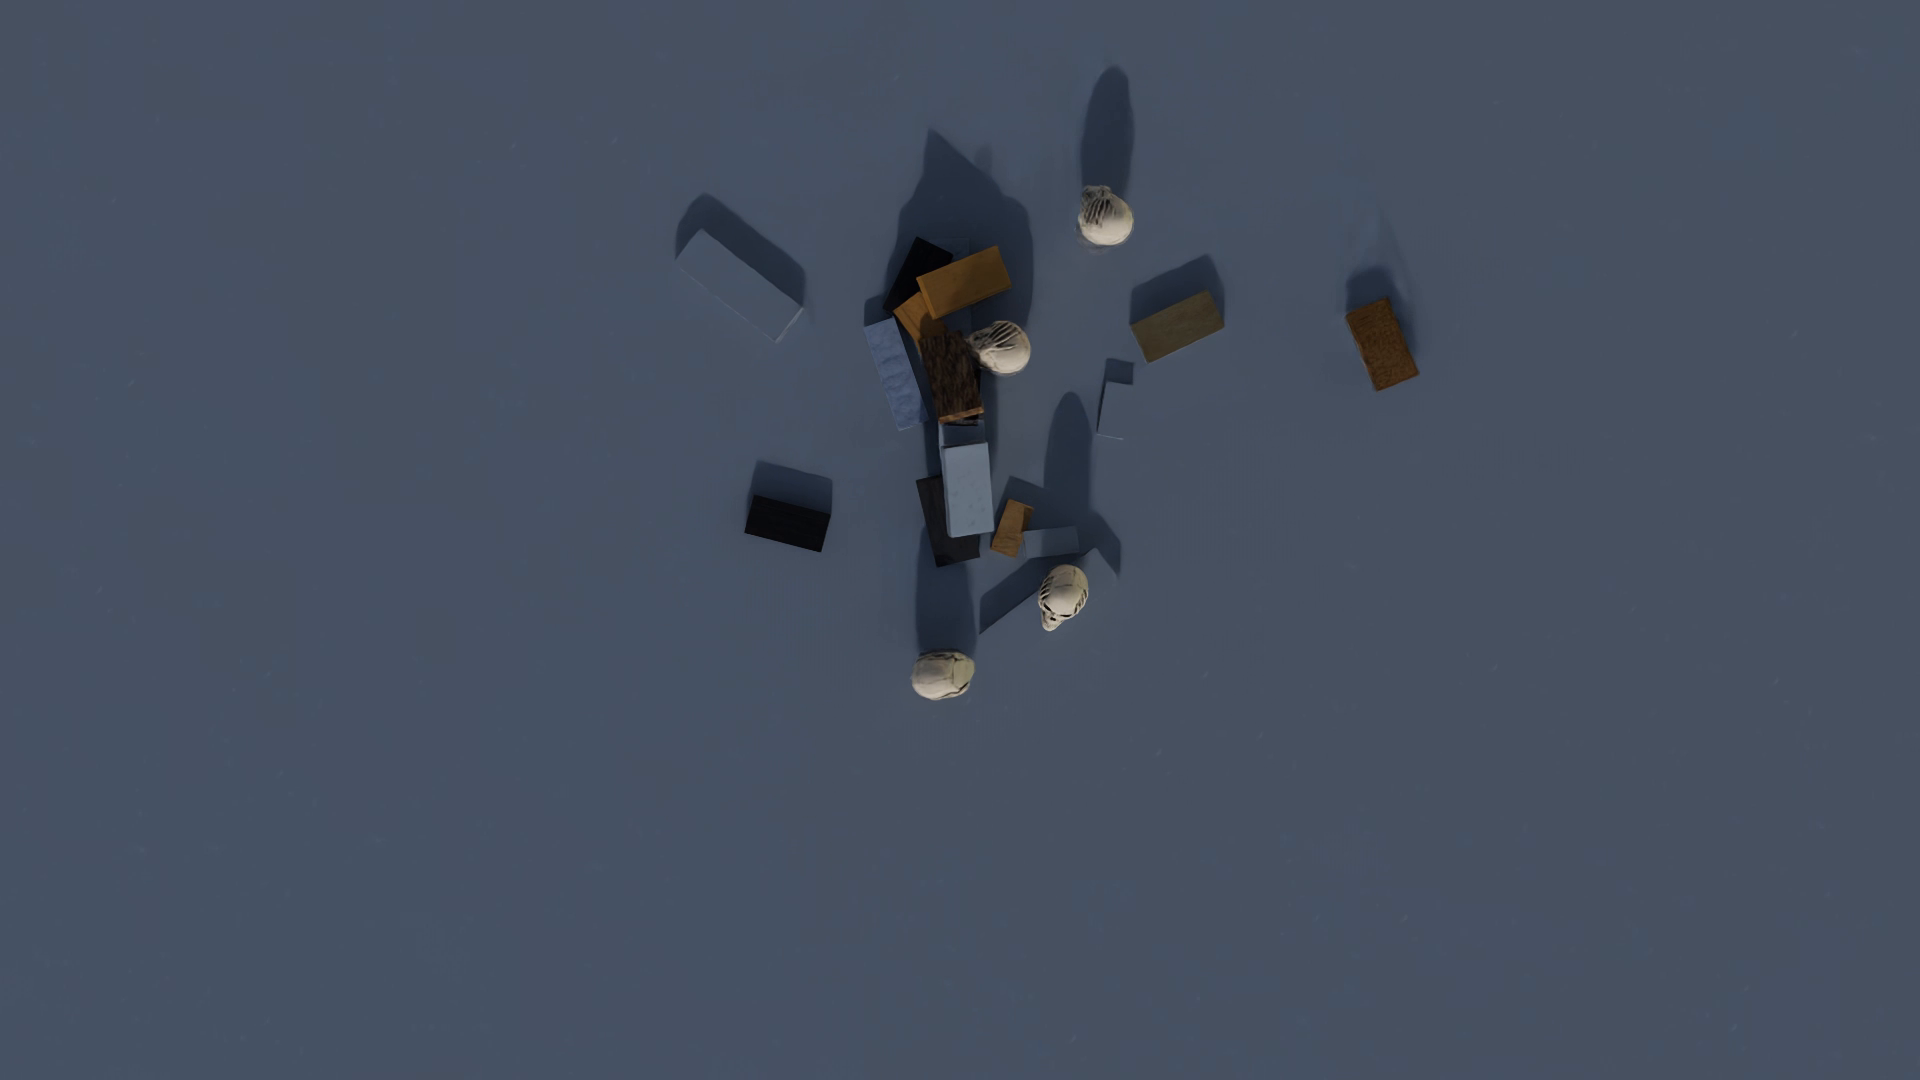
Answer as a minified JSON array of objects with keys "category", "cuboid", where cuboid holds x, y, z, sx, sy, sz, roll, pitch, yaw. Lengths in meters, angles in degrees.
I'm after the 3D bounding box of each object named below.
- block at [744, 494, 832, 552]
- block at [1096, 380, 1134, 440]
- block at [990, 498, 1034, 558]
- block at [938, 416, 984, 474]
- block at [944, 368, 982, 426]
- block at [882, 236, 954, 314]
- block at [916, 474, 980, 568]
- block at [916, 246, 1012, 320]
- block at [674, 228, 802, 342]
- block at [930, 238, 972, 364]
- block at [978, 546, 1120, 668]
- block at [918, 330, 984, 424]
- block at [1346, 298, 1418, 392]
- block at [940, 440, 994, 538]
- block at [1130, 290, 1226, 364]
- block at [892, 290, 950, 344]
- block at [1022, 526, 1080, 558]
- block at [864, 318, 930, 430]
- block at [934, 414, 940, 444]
[{"category":"block","cuboid":[-0.572,-0.054,5.481,0.262,0.037,0.131,15,90,0]},{"category":"block","cuboid":[0.515,-0.432,5.487,0.090,0.026,0.180,10,90,0]},{"category":"block","cuboid":[0.173,-0.038,5.487,0.090,0.026,0.180,20,90,0]},{"category":"block","cuboid":[0.008,-0.259,5.423,0.148,0.042,0.297,-1,113,0]},{"category":"block","cuboid":[0.008,-0.468,5.384,0.110,0.031,0.220,2,54,3]},{"category":"block","cuboid":[-0.140,-0.854,5.454,0.131,0.037,0.262,28,97,12]},{"category":"block","cuboid":[-0.039,-0.070,5.436,0.149,0.042,0.297,-13,107,0]},{"category":"block","cuboid":[0.015,-0.847,5.418,0.293,0.042,0.147,-26,100,-20]},{"category":"block","cuboid":[-0.736,-0.845,5.479,0.427,0.042,0.147,38,90,0]},{"category":"block","cuboid":[-0.030,-0.768,5.481,0.131,0.037,0.461,-2,90,0]},{"category":"block","cuboid":[0.297,0.224,5.480,0.484,0.040,0.140,-37,90,0]},{"category":"block","cuboid":[-0.031,-0.530,5.342,0.147,0.042,0.293,-15,67,1]},{"category":"block","cuboid":[1.402,-0.649,5.480,0.140,0.040,0.279,-23,90,0]},{"category":"block","cuboid":[0.025,-0.166,5.369,0.148,0.042,0.297,-9,105,-17]},{"category":"block","cuboid":[0.723,-0.709,5.480,0.279,0.040,0.140,-25,90,0]},{"category":"block","cuboid":[-0.111,-0.698,5.426,0.110,0.031,0.220,-37,101,2]},{"category":"block","cuboid":[0.302,0.007,5.474,0.180,0.025,0.090,-6,91,-8]},{"category":"block","cuboid":[-0.211,-0.552,5.484,0.110,0.031,0.359,-19,90,0]},{"category":"block","cuboid":[-0.039,-0.405,5.488,0.087,0.025,0.175,2,90,0]}]
